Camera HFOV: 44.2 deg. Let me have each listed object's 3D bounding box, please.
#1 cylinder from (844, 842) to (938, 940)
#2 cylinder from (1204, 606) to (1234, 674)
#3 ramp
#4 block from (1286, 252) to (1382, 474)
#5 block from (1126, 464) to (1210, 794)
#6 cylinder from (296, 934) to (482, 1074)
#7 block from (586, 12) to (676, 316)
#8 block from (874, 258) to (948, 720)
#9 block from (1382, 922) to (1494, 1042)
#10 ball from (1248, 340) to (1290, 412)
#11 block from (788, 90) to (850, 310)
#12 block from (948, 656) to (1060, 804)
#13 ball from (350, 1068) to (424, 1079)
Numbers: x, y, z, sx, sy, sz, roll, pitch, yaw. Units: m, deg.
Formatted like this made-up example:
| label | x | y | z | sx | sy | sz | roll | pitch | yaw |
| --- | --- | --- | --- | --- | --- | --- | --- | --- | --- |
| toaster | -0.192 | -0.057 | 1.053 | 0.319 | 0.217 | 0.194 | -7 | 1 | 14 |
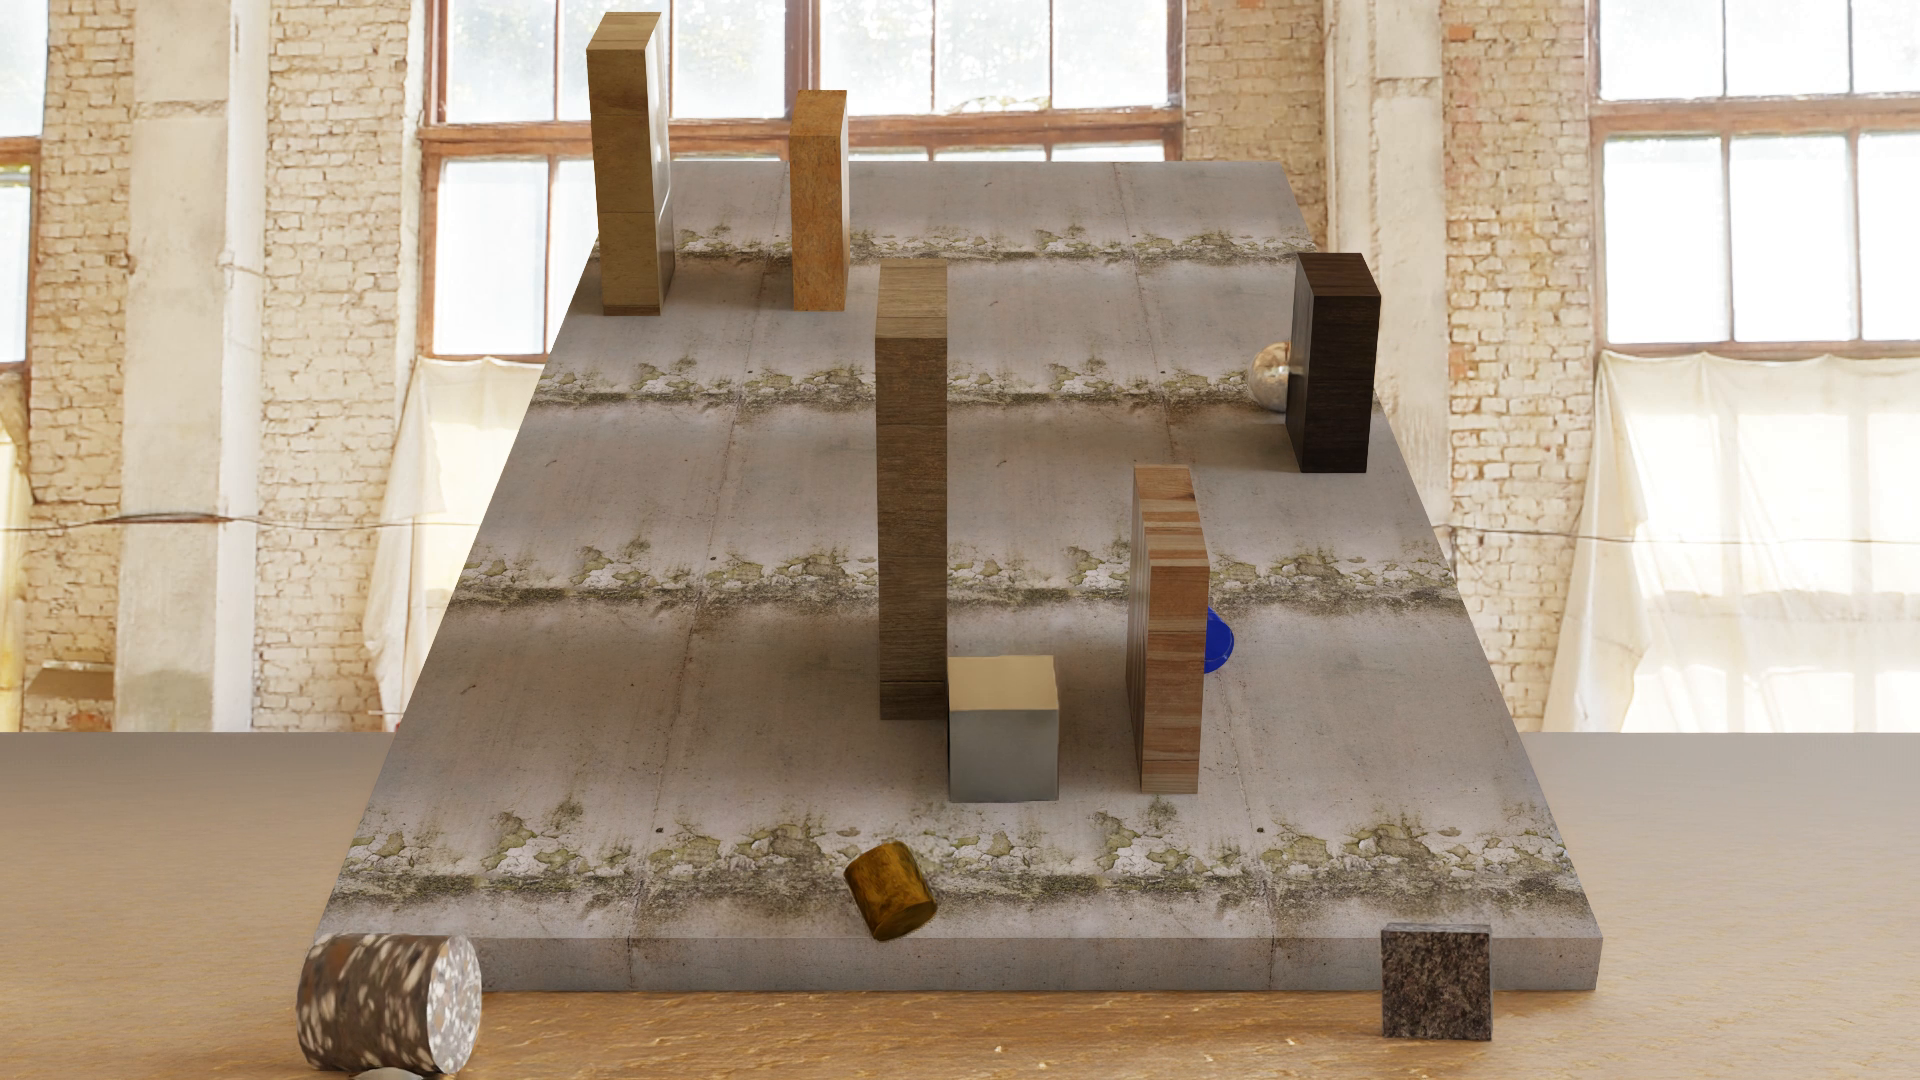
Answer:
| label | x | y | z | sx | sy | sz | roll | pitch | yaw |
| --- | --- | --- | --- | --- | --- | --- | --- | --- | --- |
| cylinder | -0.107 | 0.542 | 3.642 | 0.109 | 0.109 | 0.109 | -22 | -28 | -13 |
| cylinder | 0.439 | 0.175 | 4.427 | 0.113 | 0.113 | 0.113 | 2 | 24 | -21 |
| ramp | -0.010 | -0.228 | 5.475 | 2.000 | 0.100 | 4.000 | 0 | 26 | 0 |
| block | 0.823 | -0.394 | 5.236 | 0.143 | 0.415 | 0.274 | 0 | 26 | 0 |
| block | 0.357 | 0.150 | 4.113 | 0.096 | 0.437 | 0.397 | 0 | 26 | 0 |
| cylinder | -0.684 | 0.556 | 2.839 | 0.164 | 0.164 | 0.164 | -1 | -5 | 11 |
| block | -0.840 | -0.968 | 6.070 | 0.144 | 0.691 | 0.377 | 0 | 26 | 0 |
| block | -0.083 | -0.092 | 4.261 | 0.120 | 0.737 | 0.390 | 0 | 26 | 0 |
| block | 0.648 | 0.596 | 3.200 | 0.141 | 0.141 | 0.141 | -1 | -5 | 14 |
| ball | 0.753 | -0.380 | 5.488 | 0.165 | 0.165 | 0.165 | 0 | -4 | 0 |
| block | -0.363 | -0.892 | 6.174 | 0.129 | 0.465 | 0.418 | 0 | 26 | 0 |
| block | 0.071 | 0.323 | 4.048 | 0.182 | 0.182 | 0.182 | -1 | 26 | -1 |
| ball | -0.504 | 0.520 | 2.068 | 0.114 | 0.114 | 0.114 | 0 | -4 | 0 |
